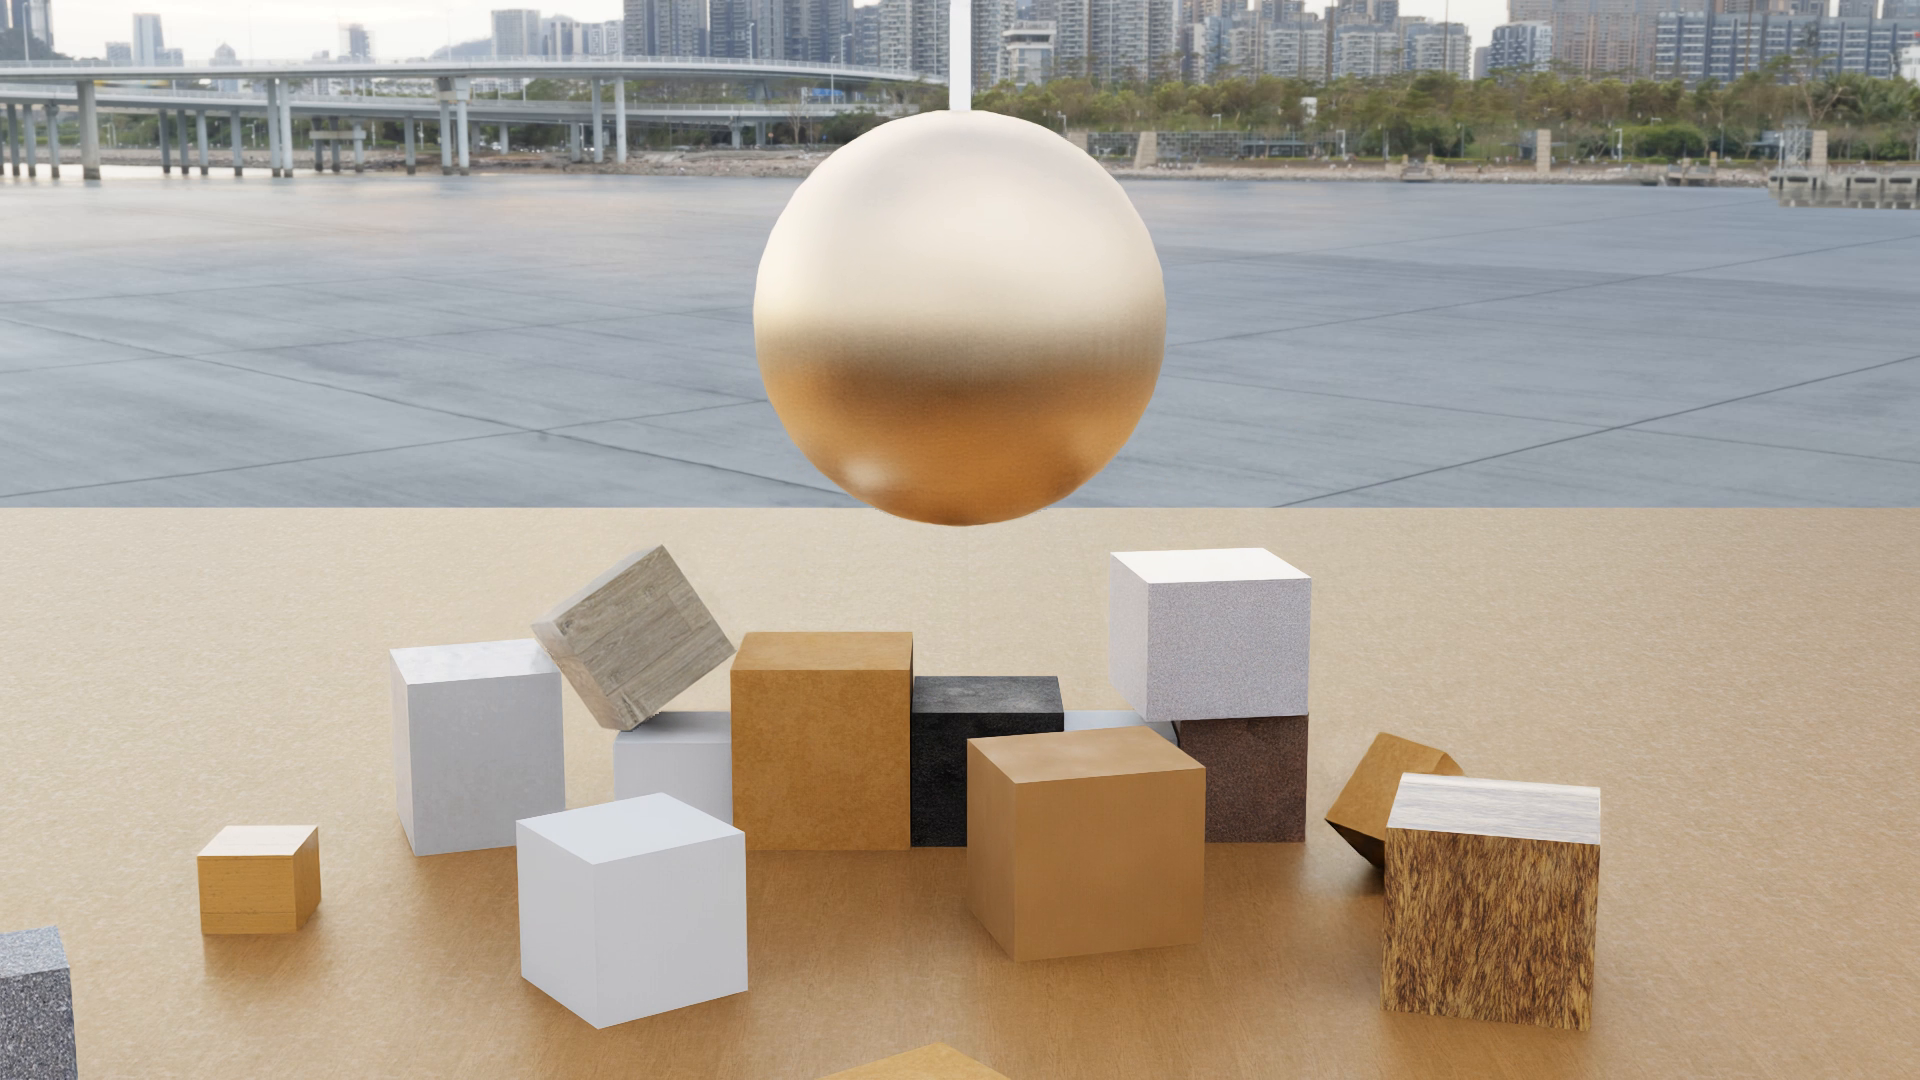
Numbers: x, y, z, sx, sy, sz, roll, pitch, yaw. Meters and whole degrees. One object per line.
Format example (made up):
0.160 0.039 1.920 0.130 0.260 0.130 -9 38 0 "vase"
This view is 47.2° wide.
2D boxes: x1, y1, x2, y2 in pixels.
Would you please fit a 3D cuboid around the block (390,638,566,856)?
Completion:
-2.492 1.049 11.341 0.755 0.879 0.806 -4 11 -20 "block"

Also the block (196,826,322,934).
-3.193 1.546 10.042 0.423 0.365 0.431 0 10 -1 "block"

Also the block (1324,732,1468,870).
2.147 1.295 10.545 0.442 0.516 0.433 43 -16 -31 "block"

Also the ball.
0.000 -0.852 8.511 1.600 1.600 1.600 0 10 0 "ball"

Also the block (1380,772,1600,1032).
2.227 1.490 9.200 0.830 0.777 0.805 3 11 16 "block"

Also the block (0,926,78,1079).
-3.547 1.802 8.029 0.547 0.581 0.482 -5 12 -27 "block"

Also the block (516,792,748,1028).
-1.377 1.532 9.219 0.696 0.688 0.705 -7 13 -36 "block"

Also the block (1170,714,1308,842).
1.427 1.141 11.383 0.642 0.683 0.621 0 10 0 "block"

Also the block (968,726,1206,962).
0.554 1.348 9.913 0.873 0.802 0.737 -3 11 -16 "block"

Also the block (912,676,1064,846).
0.138 1.134 11.382 0.760 0.697 0.762 0 10 0 "block"

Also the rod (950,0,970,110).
0.000 -4.151 9.336 0.080 5.200 0.080 0 -14 0 "rod"

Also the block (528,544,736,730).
-1.710 0.511 11.440 0.681 0.673 0.703 -37 9 -19 "block"

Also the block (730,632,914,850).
-0.692 1.021 11.359 0.886 0.928 0.860 0 10 0 "block"

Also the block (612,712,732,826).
-1.443 1.221 11.376 0.599 0.527 0.624 0 10 0 "block"

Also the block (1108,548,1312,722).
1.259 0.468 11.230 0.826 0.696 0.823 -2 10 -9 "block"

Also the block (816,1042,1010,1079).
-0.146 2.015 7.042 0.624 0.516 0.559 -8 13 -36 "block"

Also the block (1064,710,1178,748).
0.812 1.213 11.415 0.568 0.528 0.567 0 10 0 "block"
